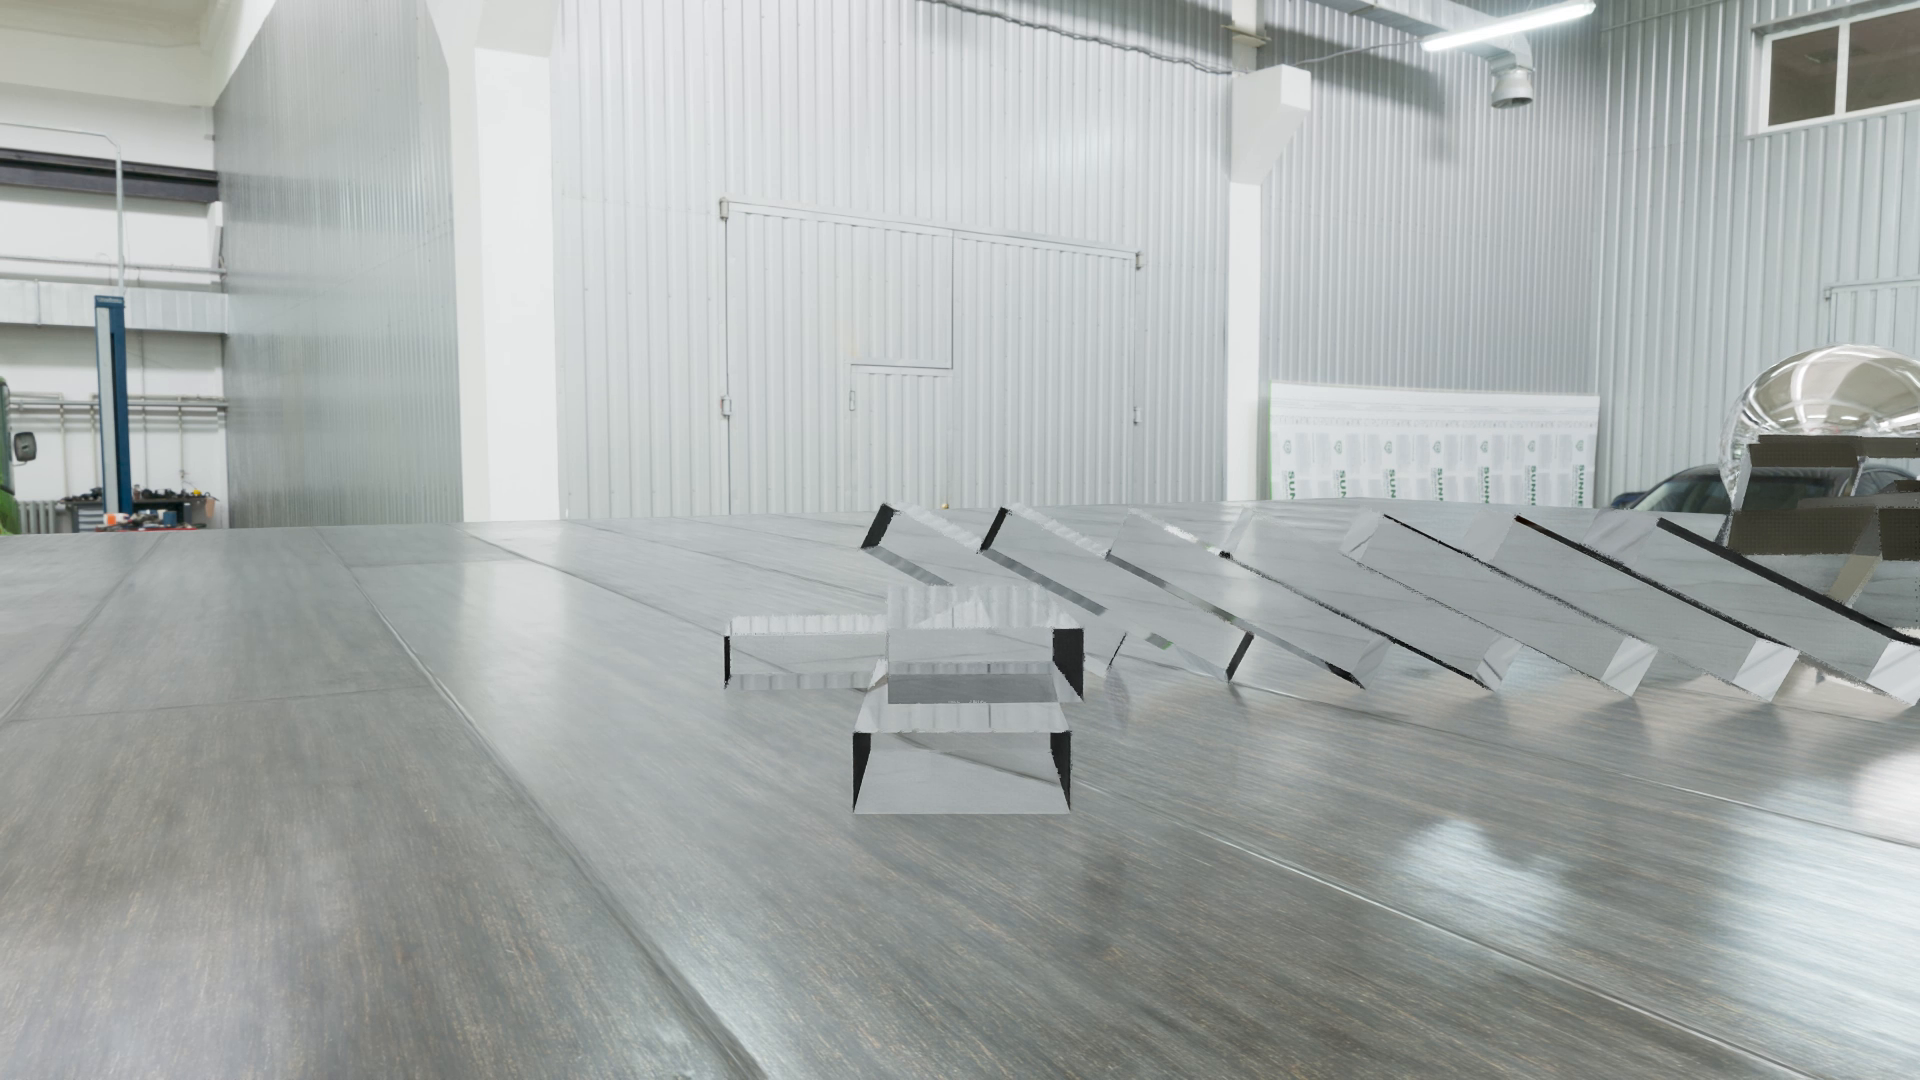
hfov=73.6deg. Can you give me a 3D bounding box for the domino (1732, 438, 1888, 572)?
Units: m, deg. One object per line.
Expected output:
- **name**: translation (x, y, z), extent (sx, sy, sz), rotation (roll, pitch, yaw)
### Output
- **domino**: translation (0.272, -0.011, 0.412), extent (0.025, 0.050, 0.009), rotation (0, 44, 5)

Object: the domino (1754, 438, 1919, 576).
- **domino**: translation (0.272, -0.010, 0.400), extent (0.025, 0.050, 0.010), rotation (0, 44, 5)

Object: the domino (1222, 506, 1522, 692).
- **domino**: translation (0.073, 0.010, 0.234), extent (0.050, 0.010, 0.025), rotation (27, 7, 6)

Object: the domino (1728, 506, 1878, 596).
- **domino**: translation (0.179, 0.008, 0.256), extent (0.050, 0.010, 0.025), rotation (25, -15, -29)

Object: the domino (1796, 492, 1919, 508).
- **domino**: translation (0.199, 0.006, 0.266), extent (0.050, 0.009, 0.025), rotation (28, -16, -27)

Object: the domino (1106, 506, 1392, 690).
- **domino**: translation (0.052, 0.010, 0.236), extent (0.050, 0.010, 0.025), rotation (27, 7, 5)

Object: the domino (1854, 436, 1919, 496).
- **domino**: translation (0.269, -0.009, 0.388), extent (0.025, 0.050, 0.009), rotation (1, 44, 4)

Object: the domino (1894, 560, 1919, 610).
- **domino**: translation (0.254, 0.003, 0.307), extent (0.025, 0.010, 0.050), rotation (1, -26, 0)

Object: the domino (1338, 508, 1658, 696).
- **domino**: translation (0.095, 0.010, 0.230), extent (0.050, 0.010, 0.025), rotation (27, 8, 6)

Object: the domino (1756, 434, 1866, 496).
- **domino**: translation (0.246, -0.009, 0.380), extent (0.025, 0.050, 0.010), rotation (2, 44, 20)

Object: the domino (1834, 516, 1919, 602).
- **domino**: translation (0.253, 0.001, 0.327), extent (0.025, 0.009, 0.050), rotation (0, -26, -4)

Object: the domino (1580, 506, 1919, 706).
- **domino**: translation (0.136, 0.010, 0.222), extent (0.050, 0.010, 0.025), rotation (27, 8, 3)

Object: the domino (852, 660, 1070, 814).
- **domino**: translation (0.000, 0.025, 0.172), extent (0.025, 0.009, 0.050), rotation (0, 4, 0)

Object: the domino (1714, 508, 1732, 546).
- **domino**: translation (0.272, -0.012, 0.425), extent (0.025, 0.050, 0.009), rotation (0, 44, 5)

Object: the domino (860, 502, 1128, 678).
- **domino**: translation (0.008, 0.008, 0.244), extent (0.050, 0.010, 0.025), rotation (28, 7, 7)

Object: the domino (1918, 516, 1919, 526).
- **domino**: translation (0.222, 0.005, 0.273), extent (0.025, 0.009, 0.050), rotation (4, -26, 41)

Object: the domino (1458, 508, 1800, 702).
- **domino**: translation (0.116, 0.010, 0.226), extent (0.050, 0.010, 0.025), rotation (27, 8, 6)

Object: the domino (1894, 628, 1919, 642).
- **domino**: translation (0.174, 0.023, 0.204), extent (0.025, 0.010, 0.050), rotation (1, 4, 7)

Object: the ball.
- **ball**: translation (0.333, -0.034, 0.486), extent (0.080, 0.080, 0.080), rotation (0, 4, 0)

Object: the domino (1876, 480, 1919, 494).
- **domino**: translation (0.248, 0.000, 0.346), extent (0.025, 0.010, 0.050), rotation (0, -26, -3)

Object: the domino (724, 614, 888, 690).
- **domino**: translation (-0.017, 0.020, 0.236), extent (0.050, 0.010, 0.025), rotation (0, 4, -7)

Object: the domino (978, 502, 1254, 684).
- **domino**: translation (0.029, 0.009, 0.240), extent (0.050, 0.009, 0.025), rotation (28, 7, 7)

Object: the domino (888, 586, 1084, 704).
- **domino**: translation (0.002, 0.014, 0.188), extent (0.025, 0.010, 0.050), rotation (0, 4, -3)

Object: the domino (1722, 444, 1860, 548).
- **domino**: translation (0.237, -0.006, 0.368), extent (0.025, 0.050, 0.010), rotation (2, 48, 21)

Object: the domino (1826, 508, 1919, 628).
- **domino**: translation (0.174, 0.009, 0.230), extent (0.025, 0.010, 0.050), rotation (2, -23, 24)
